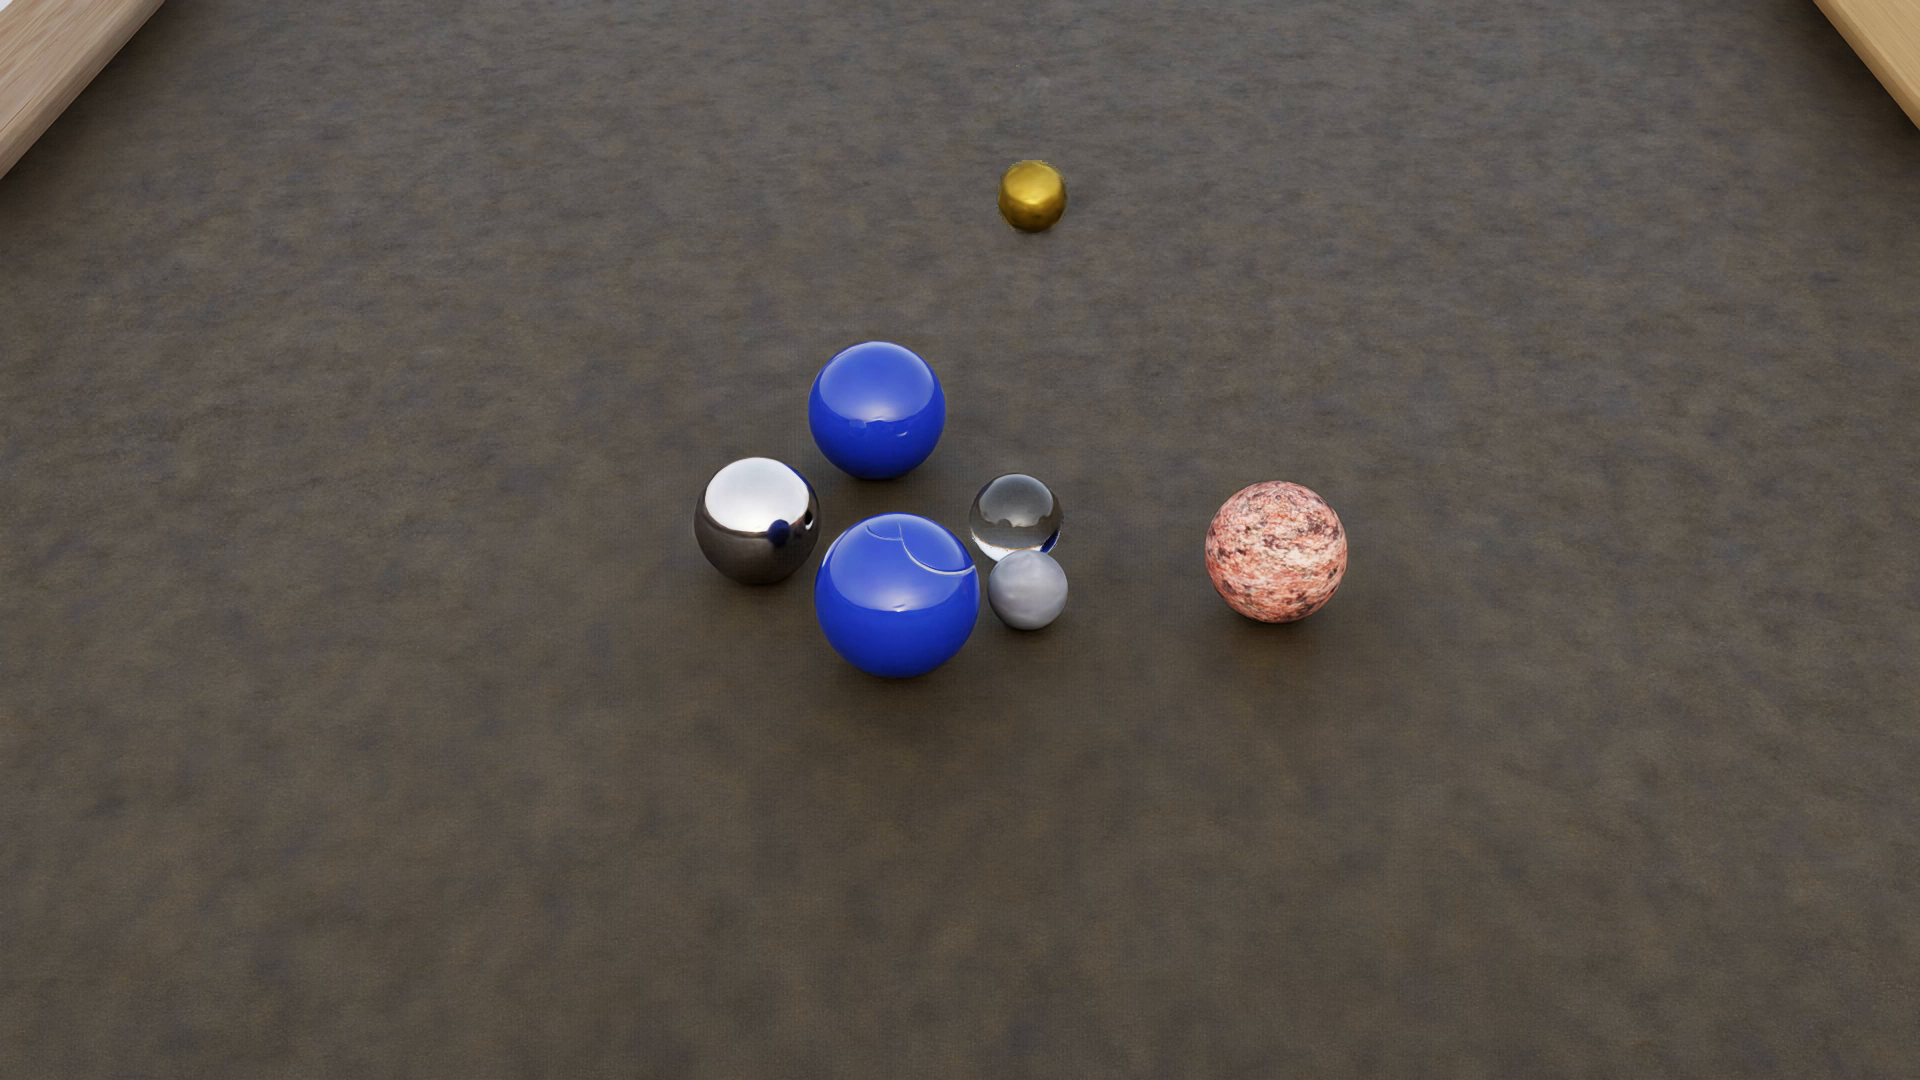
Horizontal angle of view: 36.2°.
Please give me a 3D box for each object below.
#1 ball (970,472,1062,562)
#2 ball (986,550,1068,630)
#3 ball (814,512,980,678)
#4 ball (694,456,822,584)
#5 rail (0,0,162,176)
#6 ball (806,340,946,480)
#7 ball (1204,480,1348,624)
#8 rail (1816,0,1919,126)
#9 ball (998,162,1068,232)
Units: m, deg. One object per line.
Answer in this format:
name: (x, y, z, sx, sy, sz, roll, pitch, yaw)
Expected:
ball: (0.036, -0.013, 1.884, 0.059, 0.059, 0.059, 0, 27, 0)
ball: (0.042, 0.031, 1.808, 0.050, 0.050, 0.050, 0, 27, 0)
ball: (-0.037, 0.033, 1.748, 0.099, 0.099, 0.099, 0, 27, 0)
ball: (-0.128, -0.013, 1.859, 0.081, 0.081, 0.081, 0, 27, 0)
rail: (-0.807, -0.369, 2.510, 0.045, 0.129, 2.998, 1, 27, 1)
ball: (-0.056, -0.088, 1.993, 0.094, 0.094, 0.094, 0, 27, 0)
ball: (0.195, 0.007, 1.811, 0.088, 0.088, 0.088, 0, 27, 0)
rail: (0.842, -0.352, 2.477, 0.045, 0.129, 2.998, 1, 27, 1)
ball: (0.060, -0.282, 2.419, 0.057, 0.057, 0.057, 0, 27, 0)
